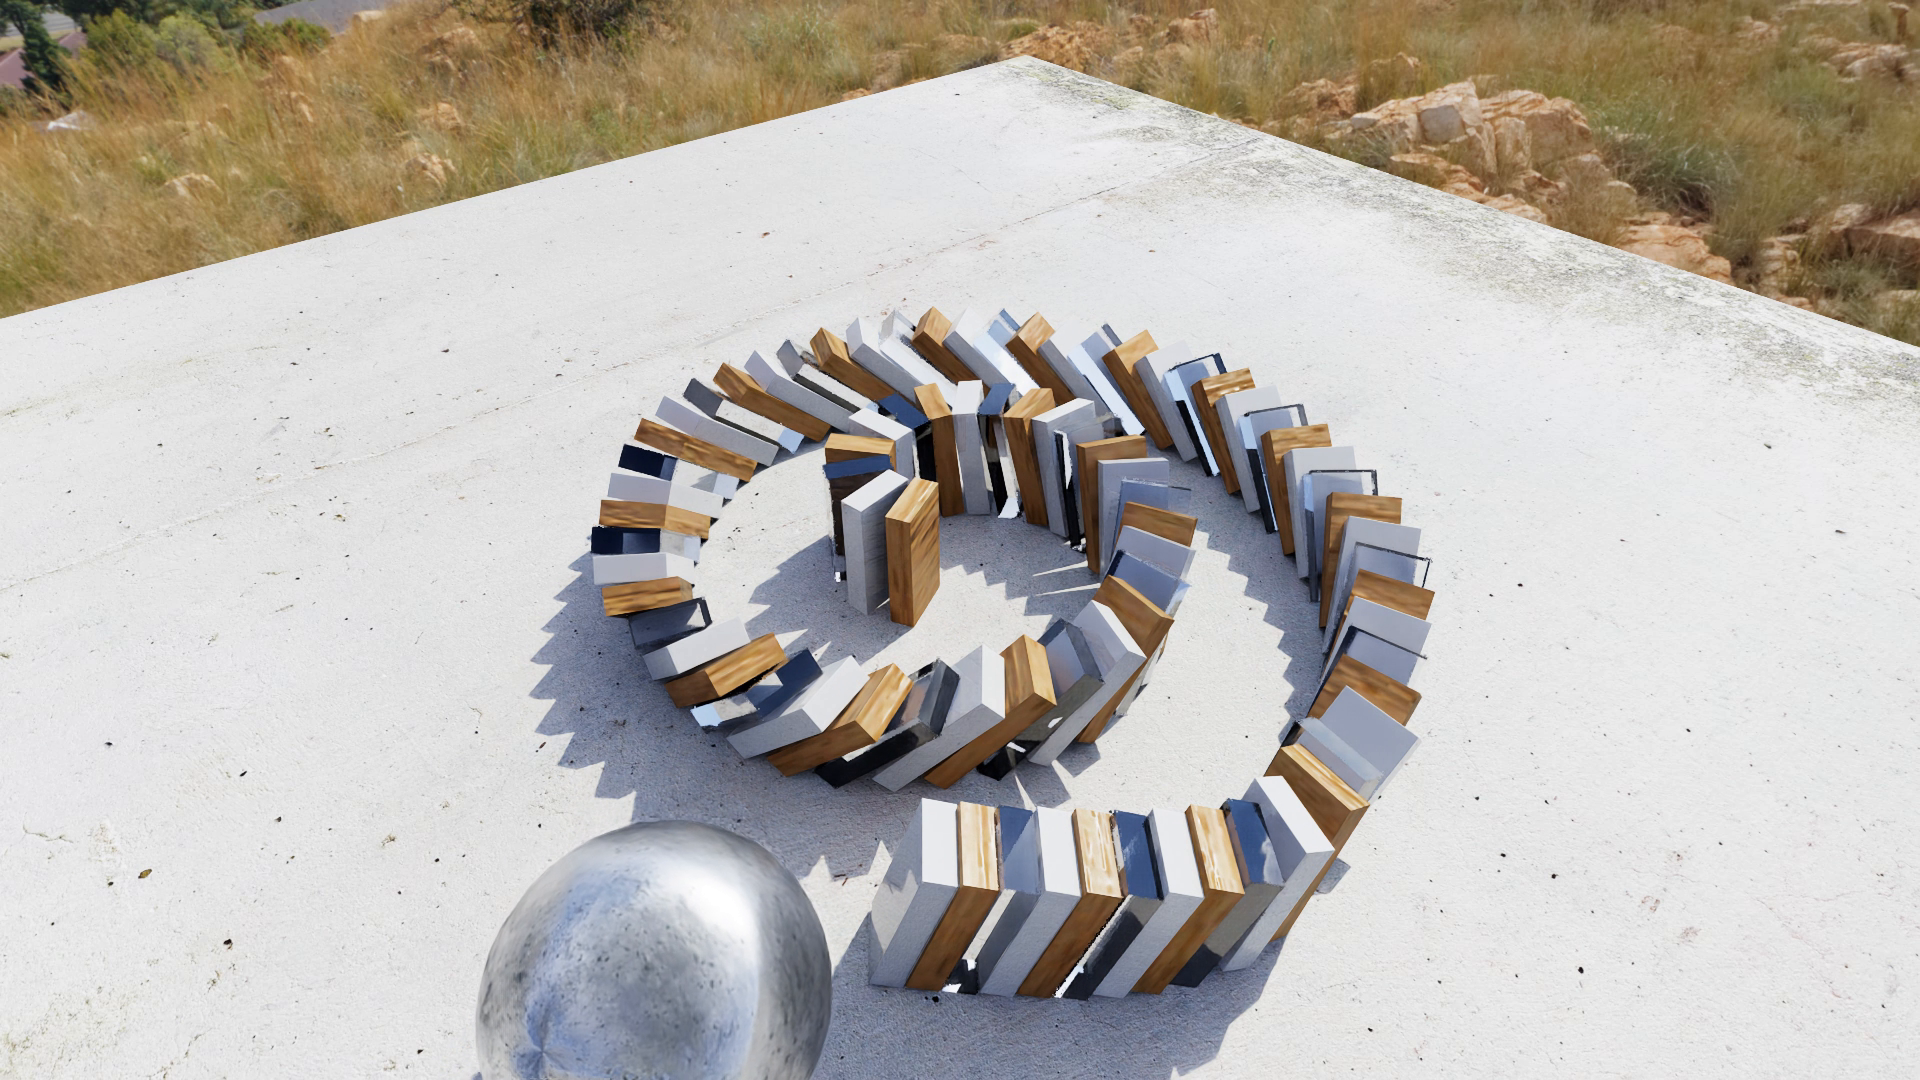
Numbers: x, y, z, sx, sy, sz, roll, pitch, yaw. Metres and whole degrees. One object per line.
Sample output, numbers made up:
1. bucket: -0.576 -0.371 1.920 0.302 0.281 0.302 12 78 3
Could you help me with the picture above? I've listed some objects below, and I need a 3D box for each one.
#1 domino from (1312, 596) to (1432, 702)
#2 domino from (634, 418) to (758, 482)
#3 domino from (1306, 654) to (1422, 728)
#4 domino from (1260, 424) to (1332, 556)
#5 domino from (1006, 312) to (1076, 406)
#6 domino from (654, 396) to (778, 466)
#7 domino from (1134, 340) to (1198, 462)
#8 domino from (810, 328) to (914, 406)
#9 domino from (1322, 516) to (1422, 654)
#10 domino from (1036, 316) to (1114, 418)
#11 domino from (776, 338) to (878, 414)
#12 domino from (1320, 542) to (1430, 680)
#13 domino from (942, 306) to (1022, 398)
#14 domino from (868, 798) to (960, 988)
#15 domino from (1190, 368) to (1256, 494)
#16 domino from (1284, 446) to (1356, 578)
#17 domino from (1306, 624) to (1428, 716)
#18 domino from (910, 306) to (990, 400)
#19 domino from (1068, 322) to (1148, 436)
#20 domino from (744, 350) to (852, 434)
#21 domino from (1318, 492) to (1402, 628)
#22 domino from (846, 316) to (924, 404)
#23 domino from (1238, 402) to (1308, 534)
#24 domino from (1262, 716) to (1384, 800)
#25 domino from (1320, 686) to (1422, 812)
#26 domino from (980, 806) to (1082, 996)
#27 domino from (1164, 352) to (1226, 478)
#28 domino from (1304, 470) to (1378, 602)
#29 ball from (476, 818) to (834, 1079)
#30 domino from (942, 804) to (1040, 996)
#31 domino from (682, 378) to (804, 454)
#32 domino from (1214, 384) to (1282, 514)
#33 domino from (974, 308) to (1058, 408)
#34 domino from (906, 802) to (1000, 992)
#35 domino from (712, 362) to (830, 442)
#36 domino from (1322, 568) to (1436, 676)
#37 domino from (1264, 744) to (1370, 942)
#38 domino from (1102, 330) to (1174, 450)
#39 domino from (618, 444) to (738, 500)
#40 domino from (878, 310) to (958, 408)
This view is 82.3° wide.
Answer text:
1. domino: 0.133 0.047 0.362 0.025 0.010 0.050 21 86 24
2. domino: -0.111 -0.038 0.464 0.025 0.009 0.050 21 0 24
3. domino: 0.119 0.064 0.341 0.025 0.009 0.050 30 89 30
4. domino: 0.140 -0.020 0.444 0.025 0.009 0.050 -7 81 -9
5. domino: 0.046 -0.081 0.518 0.050 0.010 0.025 47 44 -11
6. domino: -0.104 -0.047 0.475 0.025 0.009 0.050 28 4 31
7. domino: 0.101 -0.063 0.495 0.025 0.009 0.050 -26 88 -29
8. domino: -0.046 -0.078 0.514 0.050 0.009 0.025 28 23 -37
9. domino: 0.148 0.019 0.396 0.025 0.010 0.050 11 83 12
10. domino: 0.060 -0.078 0.514 0.050 0.010 0.025 49 47 -8
11. domino: -0.059 -0.073 0.508 0.050 0.009 0.025 26 20 -42
12. domino: 0.145 0.028 0.384 0.025 0.009 0.050 15 84 16
13. domino: 0.016 -0.085 0.523 0.050 0.009 0.025 42 38 -16
14. domino: -0.013 0.095 0.295 0.009 0.050 0.025 13 38 -13
15. domino: 0.121 -0.047 0.477 0.025 0.009 0.050 -16 84 -20
16. domino: 0.144 -0.011 0.433 0.025 0.009 0.050 -4 81 -4
17. domino: 0.126 0.055 0.351 0.025 0.009 0.050 25 87 28
18. domino: 0.000 -0.086 0.524 0.050 0.010 0.025 40 35 -19
19. domino: 0.074 -0.073 0.509 0.050 0.009 0.025 52 50 -6
20. domino: -0.072 -0.067 0.501 0.050 0.009 0.025 24 17 -46
21. domino: 0.149 0.009 0.408 0.025 0.009 0.050 5 82 6
22. domino: -0.031 -0.082 0.519 0.050 0.009 0.025 33 26 -32
23. domino: 0.135 -0.030 0.455 0.025 0.009 0.050 -10 82 -12
24. domino: 0.097 0.079 0.315 0.010 0.050 0.025 -2 34 -40
25. domino: 0.112 0.072 0.331 0.025 0.010 0.050 39 94 33
26. domino: 0.017 0.097 0.293 0.010 0.050 0.025 13 38 -13
27. domino: 0.112 -0.056 0.487 0.025 0.010 0.050 -20 85 -24
28. domino: 0.147 -0.001 0.421 0.025 0.009 0.050 0 82 0
29. ball: -0.070 0.107 0.258 0.080 0.080 0.080 0 39 0
30. domino: 0.007 0.097 0.293 0.010 0.050 0.025 13 38 -13
31. domino: -0.095 -0.055 0.485 0.025 0.010 0.050 35 8 36
32. domino: 0.128 -0.039 0.466 0.025 0.010 0.050 -13 83 -16
33. domino: 0.031 -0.084 0.521 0.050 0.009 0.025 44 41 -14
34. domino: -0.003 0.096 0.294 0.010 0.050 0.025 13 38 -13
35. domino: -0.084 -0.061 0.493 0.050 0.009 0.025 23 14 -49
36. domino: 0.140 0.038 0.373 0.025 0.010 0.050 19 85 21
37. domino: 0.091 0.085 0.308 0.009 0.050 0.025 -2 33 -39
38. domino: 0.088 -0.069 0.503 0.025 0.009 0.050 -34 93 -35
39. domino: -0.115 -0.028 0.452 0.025 0.010 0.050 15 -2 17
40. domino: -0.016 -0.085 0.522 0.050 0.010 0.025 36 31 -25
